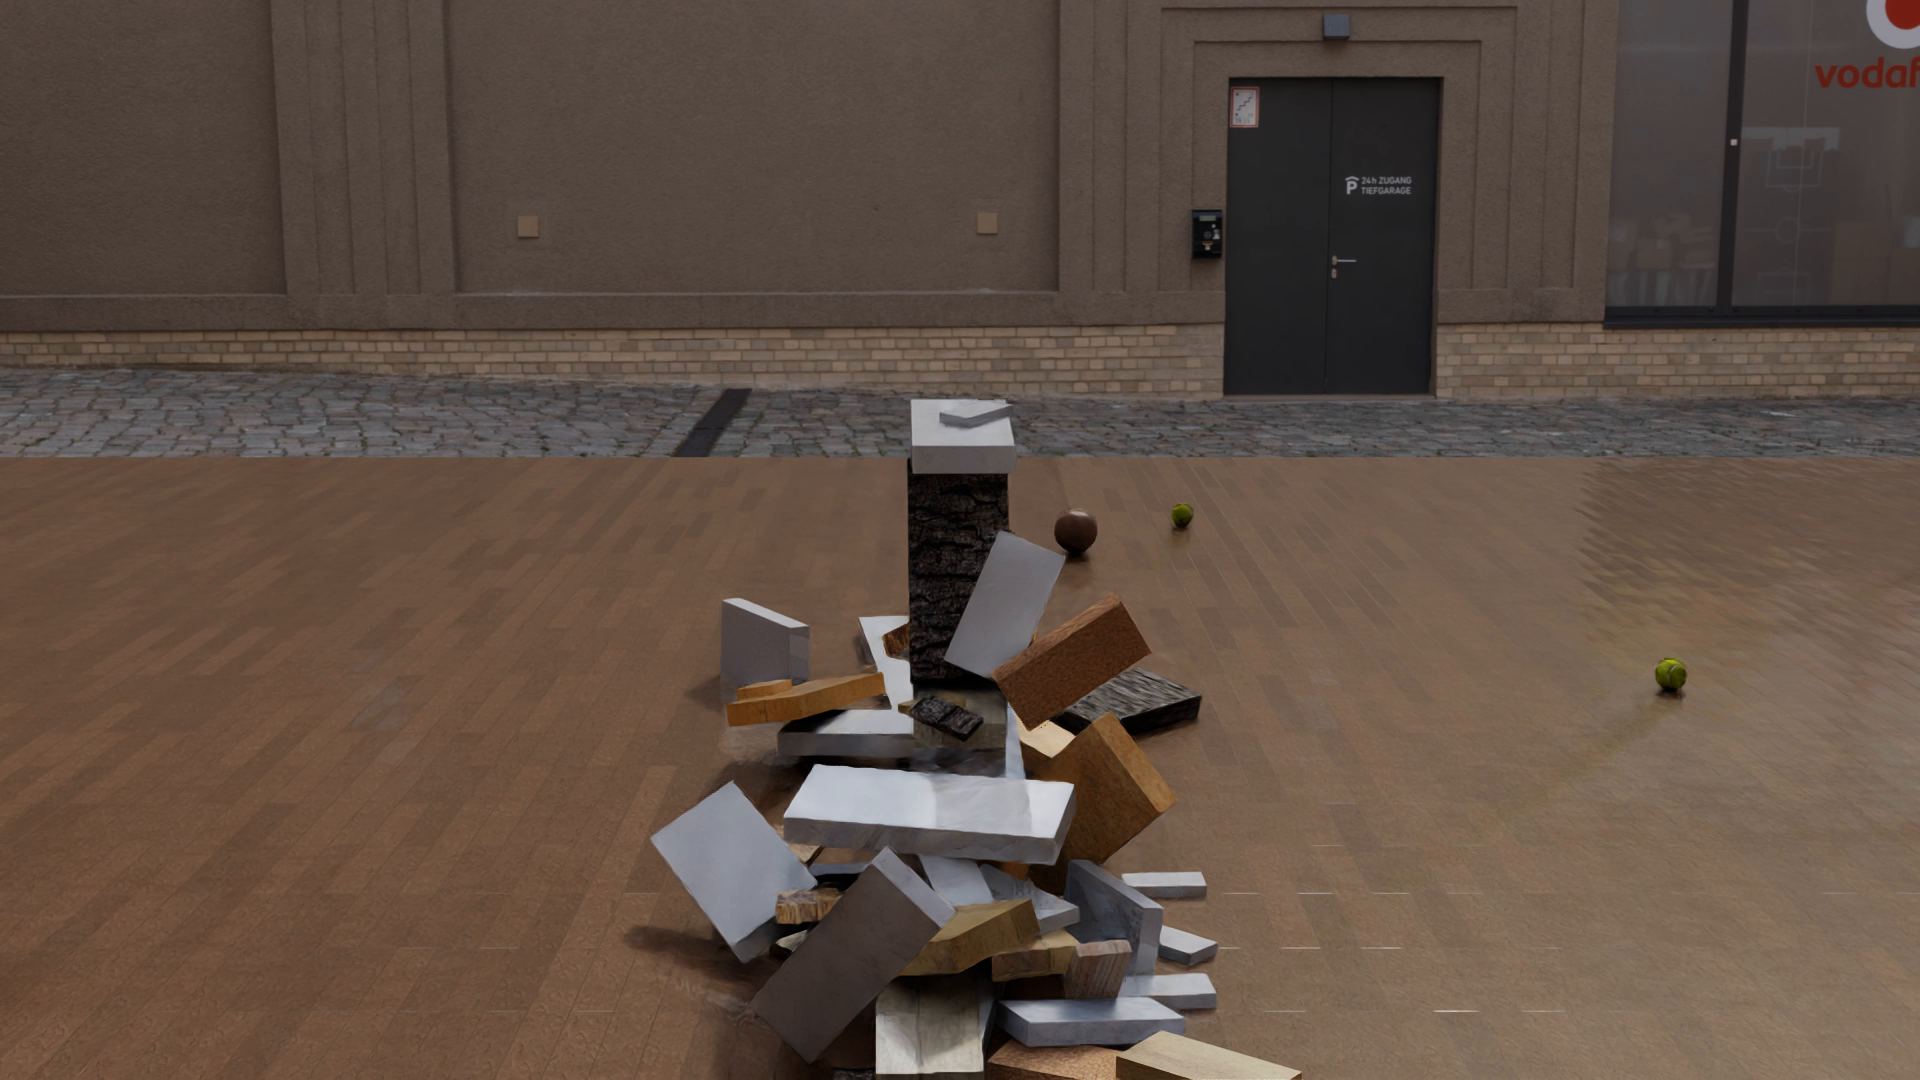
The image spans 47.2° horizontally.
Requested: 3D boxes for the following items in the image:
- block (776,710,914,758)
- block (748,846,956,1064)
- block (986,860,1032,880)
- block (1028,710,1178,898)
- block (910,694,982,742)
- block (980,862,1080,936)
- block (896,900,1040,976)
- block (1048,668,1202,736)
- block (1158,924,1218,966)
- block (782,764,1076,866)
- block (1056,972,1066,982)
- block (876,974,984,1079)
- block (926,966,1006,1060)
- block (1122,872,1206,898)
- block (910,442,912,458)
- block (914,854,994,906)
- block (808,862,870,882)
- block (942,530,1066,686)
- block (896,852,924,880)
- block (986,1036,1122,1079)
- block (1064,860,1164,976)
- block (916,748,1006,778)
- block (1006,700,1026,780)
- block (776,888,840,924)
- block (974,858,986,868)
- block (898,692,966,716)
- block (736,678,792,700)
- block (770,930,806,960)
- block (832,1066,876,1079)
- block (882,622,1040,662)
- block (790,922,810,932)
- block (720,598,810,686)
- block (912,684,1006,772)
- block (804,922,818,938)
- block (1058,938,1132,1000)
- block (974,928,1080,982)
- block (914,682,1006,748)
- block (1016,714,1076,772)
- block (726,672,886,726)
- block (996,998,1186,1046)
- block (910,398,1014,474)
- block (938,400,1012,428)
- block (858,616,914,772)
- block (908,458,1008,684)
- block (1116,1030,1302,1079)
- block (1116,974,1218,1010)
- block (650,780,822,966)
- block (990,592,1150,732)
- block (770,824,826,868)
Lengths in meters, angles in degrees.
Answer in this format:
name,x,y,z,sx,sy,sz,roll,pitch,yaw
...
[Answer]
name,x,y,z,sx,sy,sz,roll,pitch,yaw
block,-0.178,0.386,4.405,0.336,0.048,0.168,-1,12,17
block,-0.147,0.545,2.844,0.117,0.450,0.033,43,48,5
block,0.082,0.500,3.484,0.023,0.081,0.161,-10,19,20
block,0.191,0.433,3.525,0.049,0.174,0.347,-26,-15,-42
block,-0.022,0.279,3.467,0.103,0.015,0.052,22,40,26
block,0.039,0.525,3.327,0.081,0.023,0.365,-11,14,-32
block,-0.059,0.567,3.108,0.163,0.046,0.326,-18,2,-43
block,0.340,0.355,4.708,0.174,0.049,0.347,24,23,39
block,0.326,0.627,3.419,0.136,0.019,0.068,10,15,43
block,-0.044,0.414,3.334,0.415,0.046,0.163,3,24,14
block,0.180,0.649,3.304,0.059,0.017,0.119,-4,11,-20
block,-0.042,0.662,2.942,0.139,0.039,0.277,-1,15,-1
block,-0.017,0.653,3.121,0.139,0.039,0.280,2,18,9
block,0.341,0.577,3.684,0.136,0.019,0.068,0,10,-1
block,0.000,-0.003,3.884,0.170,0.339,0.048,-1,2,-3
block,-0.010,0.499,3.263,0.078,0.022,0.168,-10,36,-15
block,-0.168,0.559,3.703,0.191,0.018,0.063,-2,-21,-9
block,0.074,0.117,3.683,0.121,0.242,0.034,23,-12,2
block,-0.063,0.510,3.312,0.068,0.019,0.136,-26,31,17
block,0.362,0.727,2.847,0.670,0.030,0.108,5,12,24
block,0.229,0.583,3.364,0.034,0.121,0.242,5,8,-25
block,0.001,0.459,3.573,0.145,0.291,0.041,0,12,-1
block,0.026,0.373,4.238,0.168,0.048,0.336,-2,42,-5
block,-0.223,0.537,3.233,0.091,0.026,0.182,-3,-2,-4
block,0.003,0.478,3.353,0.161,0.023,0.081,-37,28,-16
block,-0.045,0.266,3.548,0.103,0.015,0.052,-10,15,-44
block,-0.397,0.304,4.476,0.075,0.021,0.150,-8,0,11
block,-0.227,0.626,3.425,0.125,0.018,0.063,-10,15,-44
block,-0.137,0.725,2.896,0.057,0.016,0.114,-1,11,-5
block,0.005,0.198,4.333,0.157,0.044,0.313,-28,-24,29
block,-0.296,0.602,3.533,0.182,0.026,0.091,-1,11,-7
block,-0.448,0.251,5.017,0.049,0.174,0.347,-4,11,-31
block,0.000,0.389,3.856,0.163,0.326,0.046,0,12,0
block,-0.174,0.562,3.166,0.091,0.026,0.182,-18,0,-1
block,0.188,0.623,3.104,0.078,0.156,0.022,-3,44,-15
block,0.061,0.575,3.234,0.139,0.039,0.277,-3,10,-20
block,0.001,0.282,3.616,0.145,0.041,0.291,0,11,1
block,0.120,0.384,4.352,0.313,0.044,0.157,28,20,25
block,-0.309,0.324,4.506,0.157,0.044,0.458,-8,0,19
block,0.181,0.668,3.050,0.234,0.033,0.117,3,2,-21
block,0.001,-0.182,3.805,0.170,0.048,0.339,0,17,-2
block,0.028,-0.219,3.815,0.063,0.018,0.127,13,21,36
block,-0.095,0.328,4.950,0.168,0.048,1.240,-1,11,-7
block,-0.002,0.051,3.736,0.170,0.379,0.048,-1,-12,-3
block,0.322,0.695,2.856,0.215,0.030,0.108,8,13,38
block,0.291,0.662,3.219,0.156,0.022,0.078,-1,11,-5
block,-0.352,0.521,3.482,0.163,0.046,0.326,-35,37,-13
block,0.182,0.201,3.612,0.242,0.121,0.034,-33,34,-1
block,-0.277,0.498,3.589,0.103,0.015,0.052,14,44,29
